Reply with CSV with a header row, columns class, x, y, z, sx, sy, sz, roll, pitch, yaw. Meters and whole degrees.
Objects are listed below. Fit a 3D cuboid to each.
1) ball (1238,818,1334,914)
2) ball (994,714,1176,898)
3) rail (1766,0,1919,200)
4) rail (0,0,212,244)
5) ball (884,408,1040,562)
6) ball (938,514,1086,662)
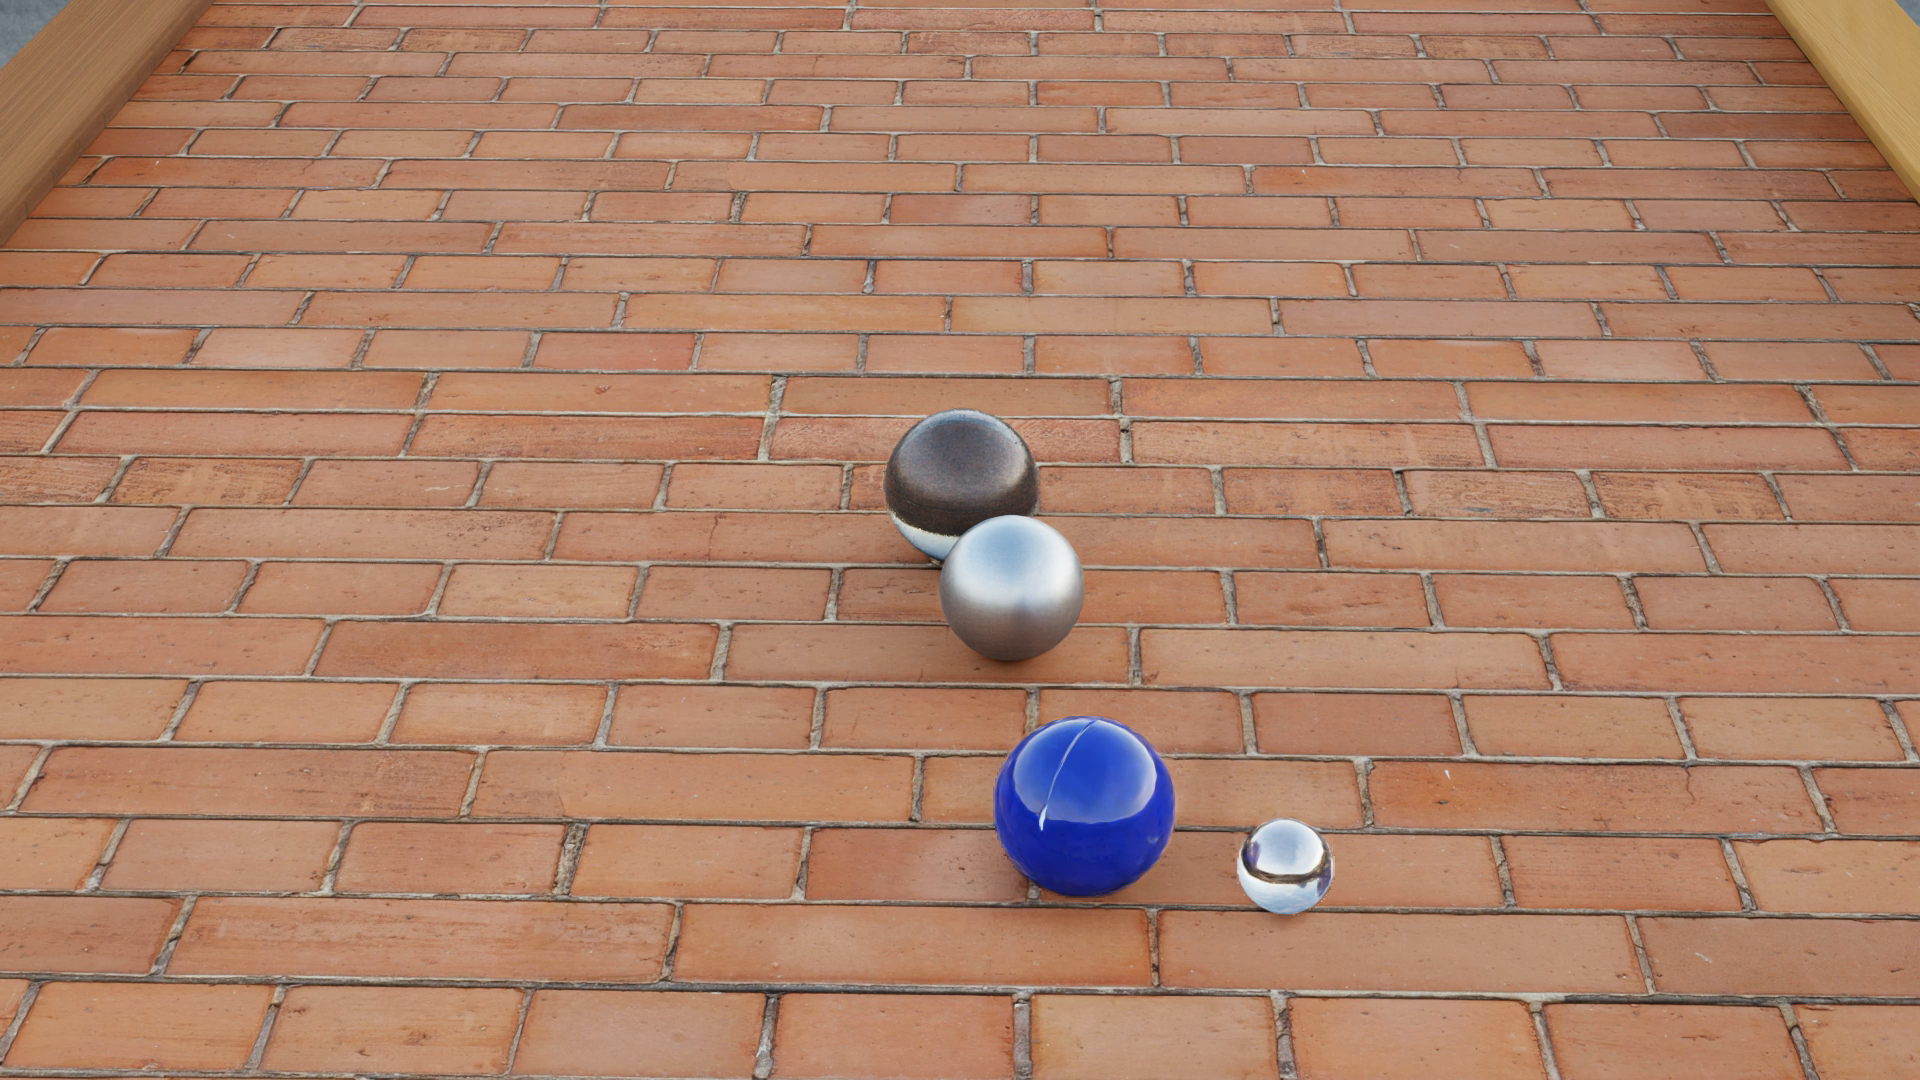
class,x,y,z,sx,sy,sz,roll,pitch,yaw
ball,0.169,0.170,1.529,0.050,0.050,0.050,0,27,0
ball,0.065,0.139,1.539,0.095,0.095,0.095,0,27,0
rail,0.788,-0.356,2.477,0.045,0.129,3.033,1,27,1
rail,-0.754,-0.372,2.509,0.045,0.129,3.033,1,27,1
ball,0.001,-0.034,1.877,0.099,0.099,0.099,0,27,0
ball,0.031,0.029,1.765,0.088,0.088,0.088,0,27,0
